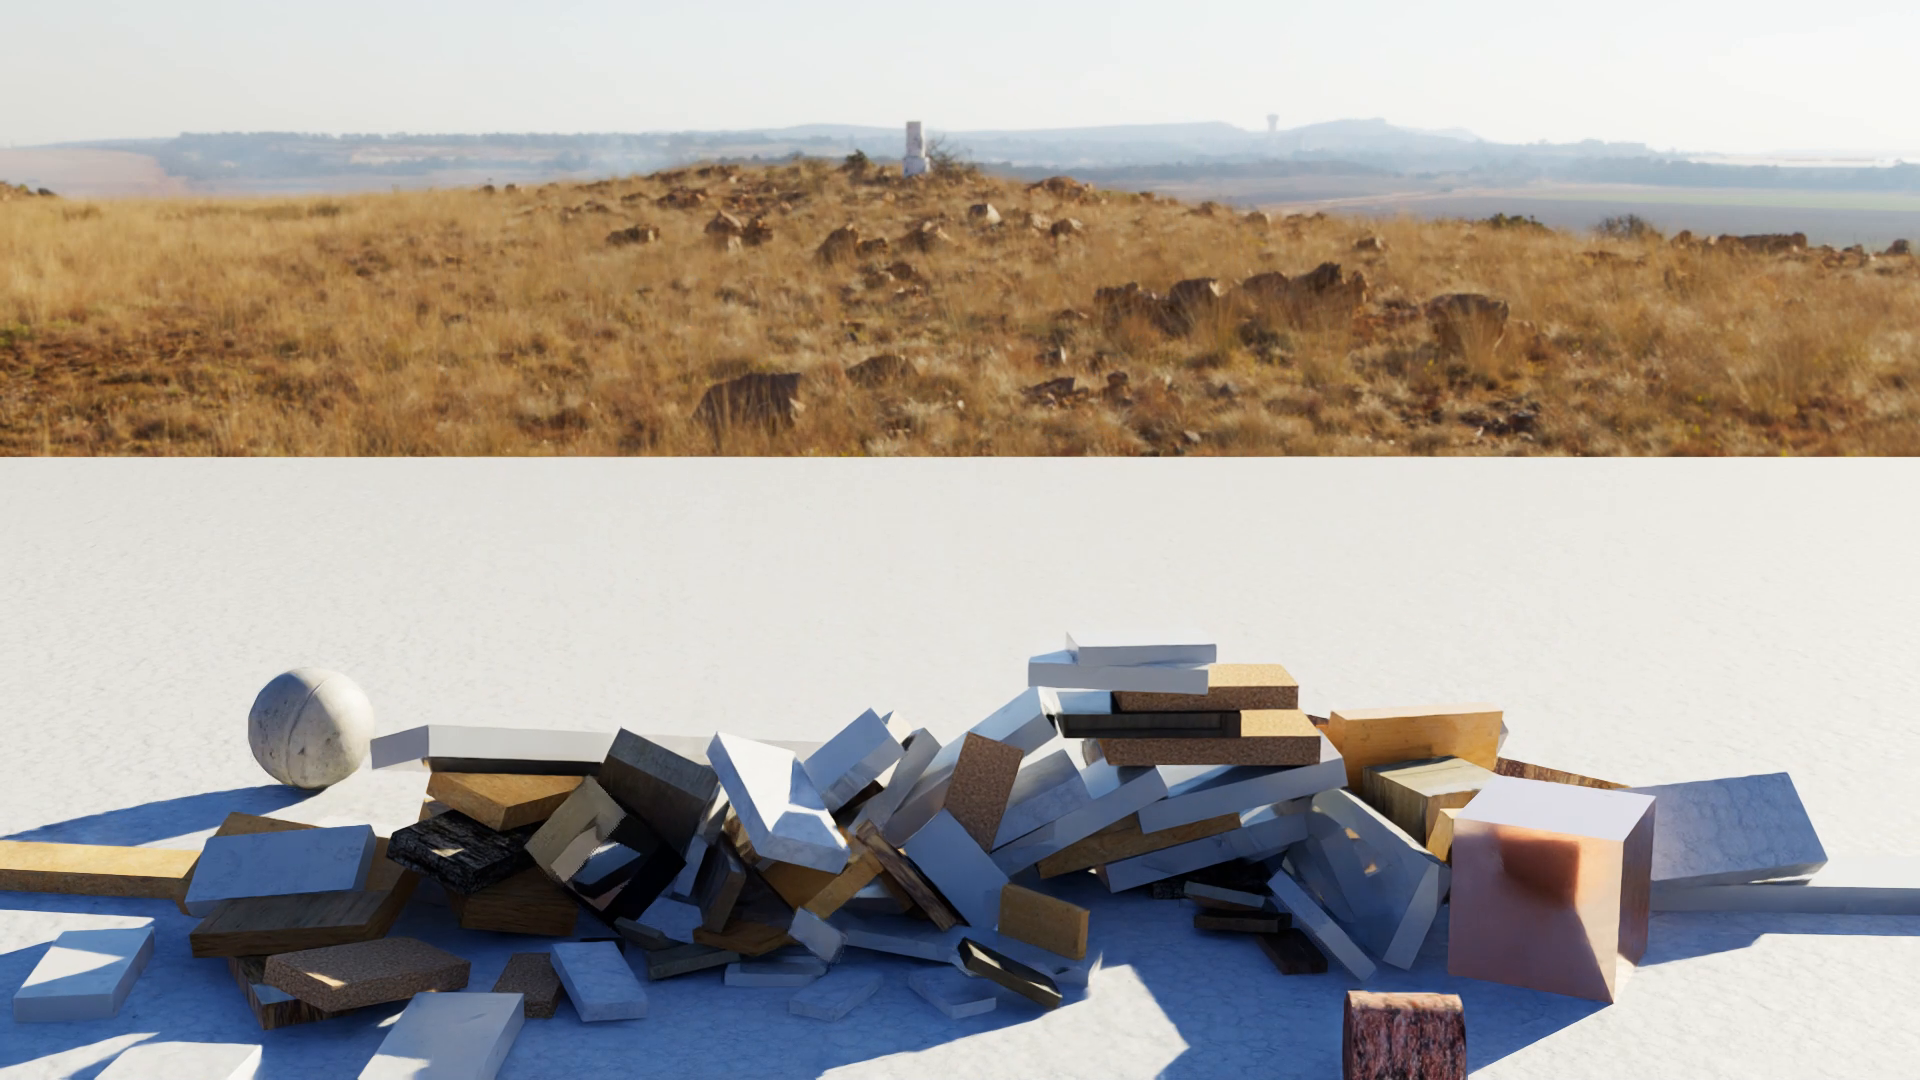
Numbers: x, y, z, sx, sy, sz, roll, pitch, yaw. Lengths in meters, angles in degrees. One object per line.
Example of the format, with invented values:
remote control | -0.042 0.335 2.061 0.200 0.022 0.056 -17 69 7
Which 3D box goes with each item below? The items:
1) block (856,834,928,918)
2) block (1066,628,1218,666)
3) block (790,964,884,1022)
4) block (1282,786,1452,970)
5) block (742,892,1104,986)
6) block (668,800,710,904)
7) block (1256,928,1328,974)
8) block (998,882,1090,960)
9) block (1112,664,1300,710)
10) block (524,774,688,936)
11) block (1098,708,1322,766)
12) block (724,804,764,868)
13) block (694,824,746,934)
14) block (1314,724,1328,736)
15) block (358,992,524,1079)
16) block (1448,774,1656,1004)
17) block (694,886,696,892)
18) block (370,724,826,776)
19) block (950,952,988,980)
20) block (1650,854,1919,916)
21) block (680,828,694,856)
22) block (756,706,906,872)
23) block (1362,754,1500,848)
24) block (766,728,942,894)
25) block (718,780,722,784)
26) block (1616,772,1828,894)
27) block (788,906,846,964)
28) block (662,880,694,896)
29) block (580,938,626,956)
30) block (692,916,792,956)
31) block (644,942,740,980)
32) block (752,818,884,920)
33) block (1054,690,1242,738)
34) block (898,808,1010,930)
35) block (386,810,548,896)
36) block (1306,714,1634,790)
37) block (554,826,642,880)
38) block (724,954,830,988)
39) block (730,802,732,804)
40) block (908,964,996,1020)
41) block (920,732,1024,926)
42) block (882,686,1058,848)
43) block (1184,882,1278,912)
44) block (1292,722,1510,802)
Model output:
block | -0.108 0.530 3.469 0.151 0.021 0.076 52 0 27
block | 0.292 0.173 3.563 0.225 0.032 0.113 -1 11 -8
block | -0.180 0.663 3.220 0.074 0.021 0.148 5 12 26
block | 0.648 0.528 3.533 0.047 0.167 0.448 23 5 -15
block | -0.060 0.612 3.382 0.553 0.026 0.091 7 12 16
block | -0.430 0.505 3.574 0.026 0.186 0.093 22 -31 -6
block | 0.510 0.633 3.386 0.069 0.020 0.139 -2 11 -9
block | 0.127 0.580 3.344 0.151 0.076 0.021 12 13 38
block | 0.400 0.242 3.619 0.287 0.041 0.144 0 11 -4
block | -0.564 0.500 3.498 0.152 0.152 0.152 47 -9 -37
block | 0.408 0.324 3.642 0.346 0.049 0.173 0 11 -3
block | -0.324 0.450 3.510 0.095 0.027 0.190 -40 21 -4
block | -0.392 0.521 3.529 0.027 0.095 0.459 25 1 -12
block | 0.575 0.423 3.908 0.119 0.238 0.034 -10 50 -18
block | -0.701 0.694 2.987 0.153 0.043 0.307 0 11 1
block | 0.902 0.524 3.347 0.247 0.247 0.247 5 12 27
block | -0.474 0.557 3.772 0.095 0.027 0.190 -10 14 -43
block | -0.550 0.368 3.745 0.910 0.049 0.173 8 -17 -44
block | 0.026 0.624 3.214 0.045 0.013 0.090 32 6 35
block | 1.349 0.569 3.654 0.673 0.046 0.164 1 11 3
block | -0.458 0.518 3.726 0.014 0.050 0.101 25 10 -11
block | -0.230 0.401 3.555 0.297 0.041 0.144 -39 21 -3
block | 0.809 0.486 3.724 0.184 0.184 0.184 -5 11 -24
block | -0.175 0.456 3.649 0.165 0.047 0.330 -25 21 51
block | -0.477 0.438 4.038 0.067 0.019 0.134 7 6 -14
block | 1.231 0.479 3.602 0.335 0.047 0.167 -4 55 -14
block | -0.210 0.581 3.239 0.090 0.045 0.013 29 11 34
block | -0.534 0.537 3.767 0.050 0.014 0.387 -5 12 -22
block | -0.550 0.640 3.349 0.068 0.019 0.137 -1 11 -4
block | -0.331 0.599 3.331 0.142 0.020 0.071 3 11 43
block | -0.406 0.631 3.329 0.137 0.019 0.068 -11 9 -11
block | -0.234 0.508 3.464 0.144 0.041 0.288 -40 21 -11
block | 0.306 0.285 3.602 0.287 0.041 0.144 0 11 -3
block | 0.003 0.525 3.466 0.095 0.190 0.027 -41 -2 -18
block | -0.765 0.485 3.534 0.153 0.043 0.307 22 13 17
block | 0.997 0.432 4.316 0.831 0.034 0.119 10 -6 44
block | -0.607 0.522 3.790 0.186 0.026 0.093 -29 21 -33
block | -0.273 0.648 3.301 0.148 0.021 0.074 1 11 4
block | -0.524 0.484 4.011 0.203 0.027 0.095 5 6 -30
block | -0.012 0.662 3.225 0.071 0.020 0.142 -6 12 -27
block | 0.009 0.464 3.517 0.095 0.301 0.027 18 -10 7
block | 0.011 0.373 3.665 0.330 0.047 0.165 -35 11 7
block | 0.438 0.583 3.556 0.139 0.020 0.069 6 -22 31
block | 0.779 0.404 3.944 0.429 0.112 0.032 -9 49 -20
